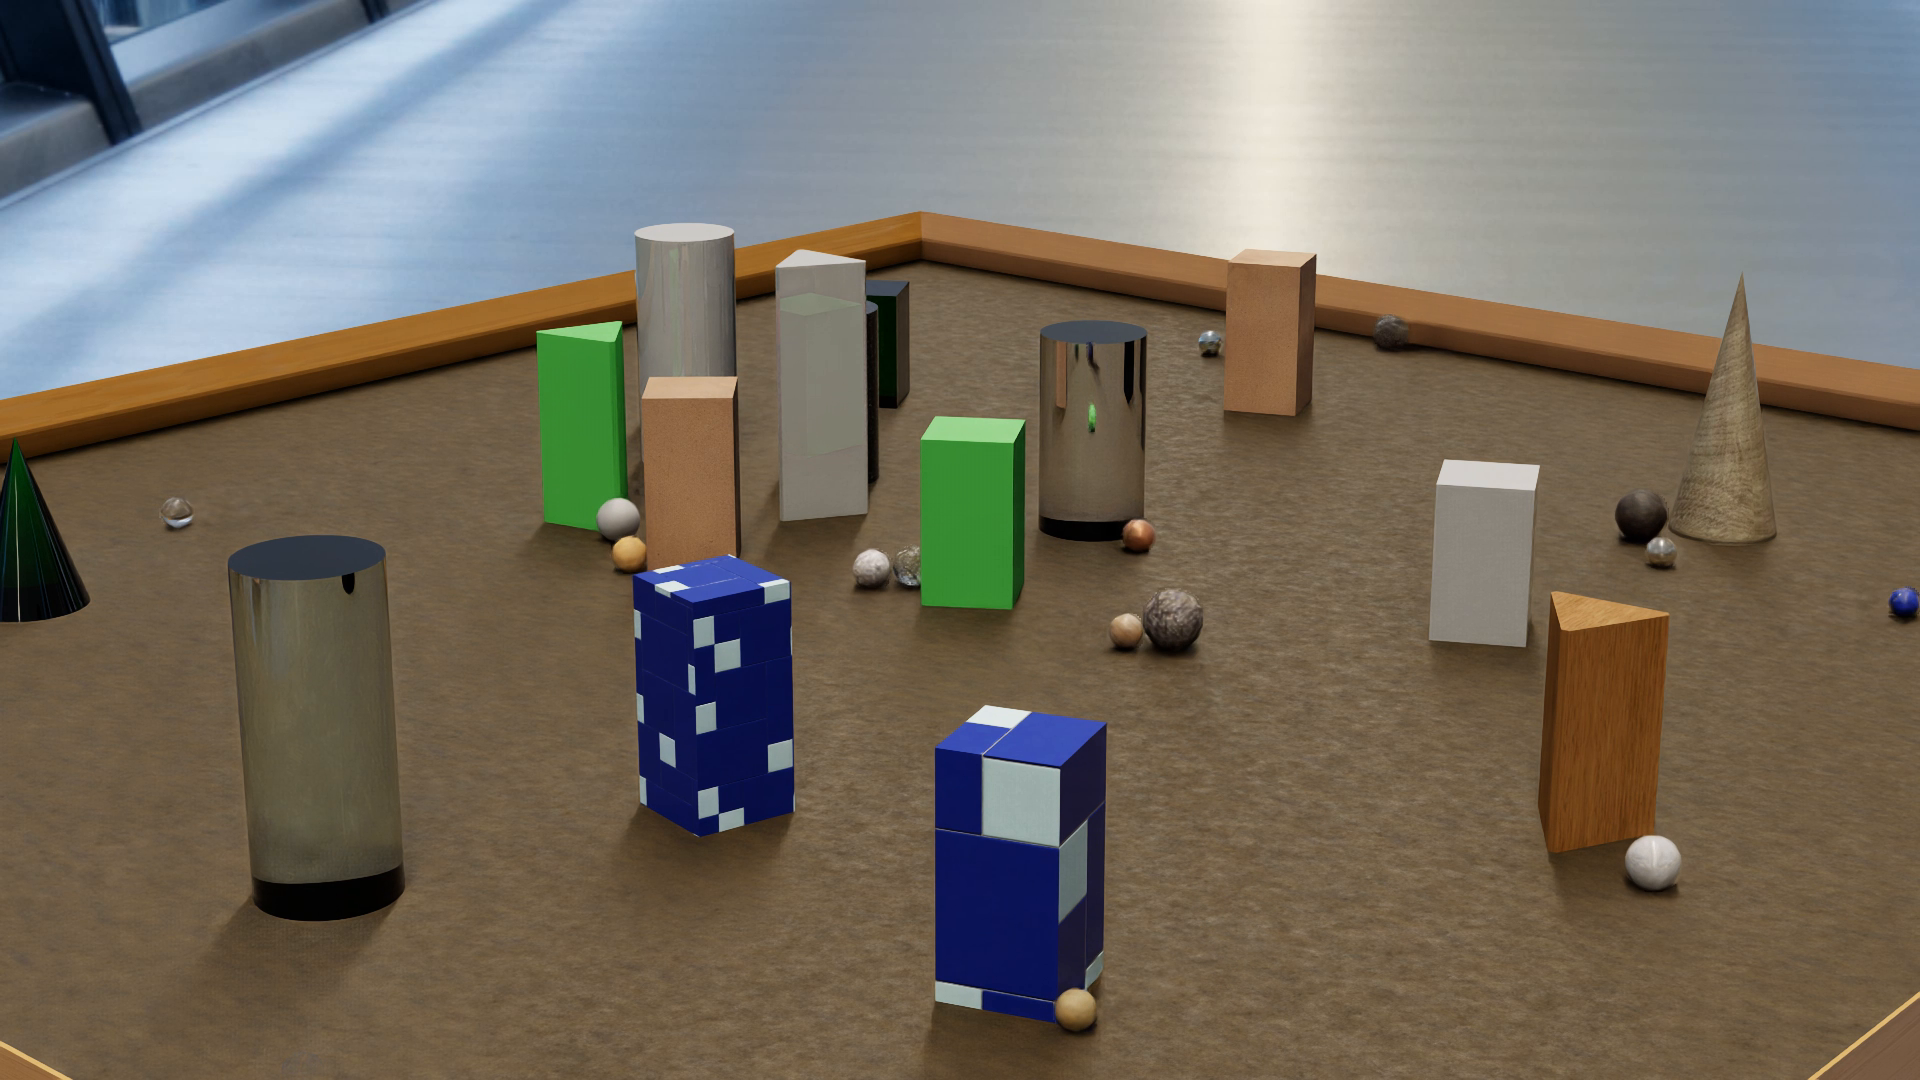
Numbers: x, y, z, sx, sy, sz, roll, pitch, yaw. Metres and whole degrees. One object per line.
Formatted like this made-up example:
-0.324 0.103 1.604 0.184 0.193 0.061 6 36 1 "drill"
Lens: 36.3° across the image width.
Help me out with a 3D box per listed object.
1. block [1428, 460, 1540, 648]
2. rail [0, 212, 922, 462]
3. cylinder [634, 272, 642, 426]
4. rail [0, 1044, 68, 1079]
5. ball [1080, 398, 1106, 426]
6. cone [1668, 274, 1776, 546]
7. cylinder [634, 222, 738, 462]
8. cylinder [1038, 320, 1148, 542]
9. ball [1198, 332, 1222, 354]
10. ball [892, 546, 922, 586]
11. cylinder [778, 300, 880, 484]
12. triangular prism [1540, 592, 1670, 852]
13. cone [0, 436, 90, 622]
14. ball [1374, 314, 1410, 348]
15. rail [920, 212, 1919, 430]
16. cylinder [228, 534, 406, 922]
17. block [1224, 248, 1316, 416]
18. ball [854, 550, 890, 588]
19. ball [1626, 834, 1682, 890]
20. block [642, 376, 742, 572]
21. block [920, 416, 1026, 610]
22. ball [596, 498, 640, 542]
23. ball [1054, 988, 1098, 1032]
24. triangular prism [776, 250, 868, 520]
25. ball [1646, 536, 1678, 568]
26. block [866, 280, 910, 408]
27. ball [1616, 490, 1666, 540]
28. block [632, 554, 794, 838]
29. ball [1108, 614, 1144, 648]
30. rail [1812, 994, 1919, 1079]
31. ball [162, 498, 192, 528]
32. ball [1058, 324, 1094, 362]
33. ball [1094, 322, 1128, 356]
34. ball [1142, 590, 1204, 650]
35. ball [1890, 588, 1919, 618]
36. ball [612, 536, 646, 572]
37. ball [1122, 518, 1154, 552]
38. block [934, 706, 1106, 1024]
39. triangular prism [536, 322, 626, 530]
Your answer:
0.880 0.021 4.918 0.160 0.270 0.160 4 17 13 "block"
-1.528 -0.350 6.390 0.045 0.130 4.388 14 22 39 "rail"
-0.586 -0.409 6.239 0.199 0.331 0.199 0 17 0 "cylinder"
-1.423 0.505 3.550 4.096 0.130 0.045 14 22 39 "rail"
0.286 -0.274 6.267 0.056 0.056 0.056 0 17 0 "ball"
1.434 -0.256 5.445 0.199 0.497 0.199 0 17 0 "cone"
-0.553 -0.393 5.947 0.199 0.469 0.199 0 17 0 "cylinder"
0.248 -0.205 5.486 0.199 0.376 0.199 0 17 0 "cylinder"
0.587 -0.463 6.897 0.055 0.055 0.055 0 17 0 "ball"
-0.085 0.046 5.182 0.070 0.070 0.070 0 17 0 "ball"
-0.261 -0.294 5.834 0.199 0.345 0.199 0 17 0 "cylinder"
0.861 0.245 4.083 0.173 0.321 0.150 -7 18 -23 "triangular prism"
-1.612 -0.034 5.043 0.199 0.302 0.199 0 17 0 "cone"
1.025 -0.494 6.955 0.081 0.081 0.081 0 17 0 "ball"
1.423 -0.440 6.689 4.096 0.130 0.045 14 22 39 "rail"
-0.840 0.244 3.838 0.199 0.465 0.199 0 17 0 "cylinder"
0.677 -0.455 6.397 0.160 0.328 0.160 6 18 19 "block"
-0.155 0.050 5.174 0.066 0.066 0.066 0 17 0 "ball"
0.923 0.429 3.905 0.073 0.073 0.073 0 17 0 "ball"
-0.481 -0.117 5.282 0.160 0.325 0.160 0 17 -1 "block"
0.024 -0.048 5.101 0.160 0.297 0.160 2 17 8 "block"
-0.634 -0.038 5.440 0.082 0.082 0.082 0 17 0 "ball"
0.138 0.561 3.503 0.051 0.051 0.051 0 17 0 "ball"
-0.281 -0.299 5.599 0.173 0.490 0.150 -5 18 -17 "triangular prism"
1.265 0.021 5.289 0.055 0.055 0.055 0 17 0 "ball"
-0.204 -0.433 6.460 0.160 0.251 0.160 3 17 9 "block"
1.265 -0.047 5.449 0.094 0.094 0.094 0 17 0 "ball"
-0.347 0.217 4.139 0.160 0.343 0.160 -12 21 -35 "block"
0.275 0.151 4.852 0.057 0.057 0.057 0 17 0 "ball"
1.528 0.415 3.849 0.045 0.130 4.388 14 22 39 "rail"
-1.477 -0.052 5.531 0.057 0.057 0.057 0 17 0 "ball"
0.270 -0.460 6.831 0.088 0.088 0.088 0 17 0 "ball"
0.356 -0.474 6.895 0.078 0.078 0.078 0 17 0 "ball"
0.352 0.132 4.844 0.100 0.100 0.100 0 17 0 "ball"
1.615 0.107 5.014 0.050 0.050 0.050 0 17 0 "ball"
-0.592 0.025 5.260 0.064 0.064 0.064 0 17 0 "ball"
0.327 -0.009 5.382 0.060 0.060 0.060 0 17 0 "ball"
0.074 0.393 3.578 0.160 0.330 0.160 7 18 22 "block"
-0.679 -0.219 5.545 0.173 0.368 0.150 9 19 27 "triangular prism"
